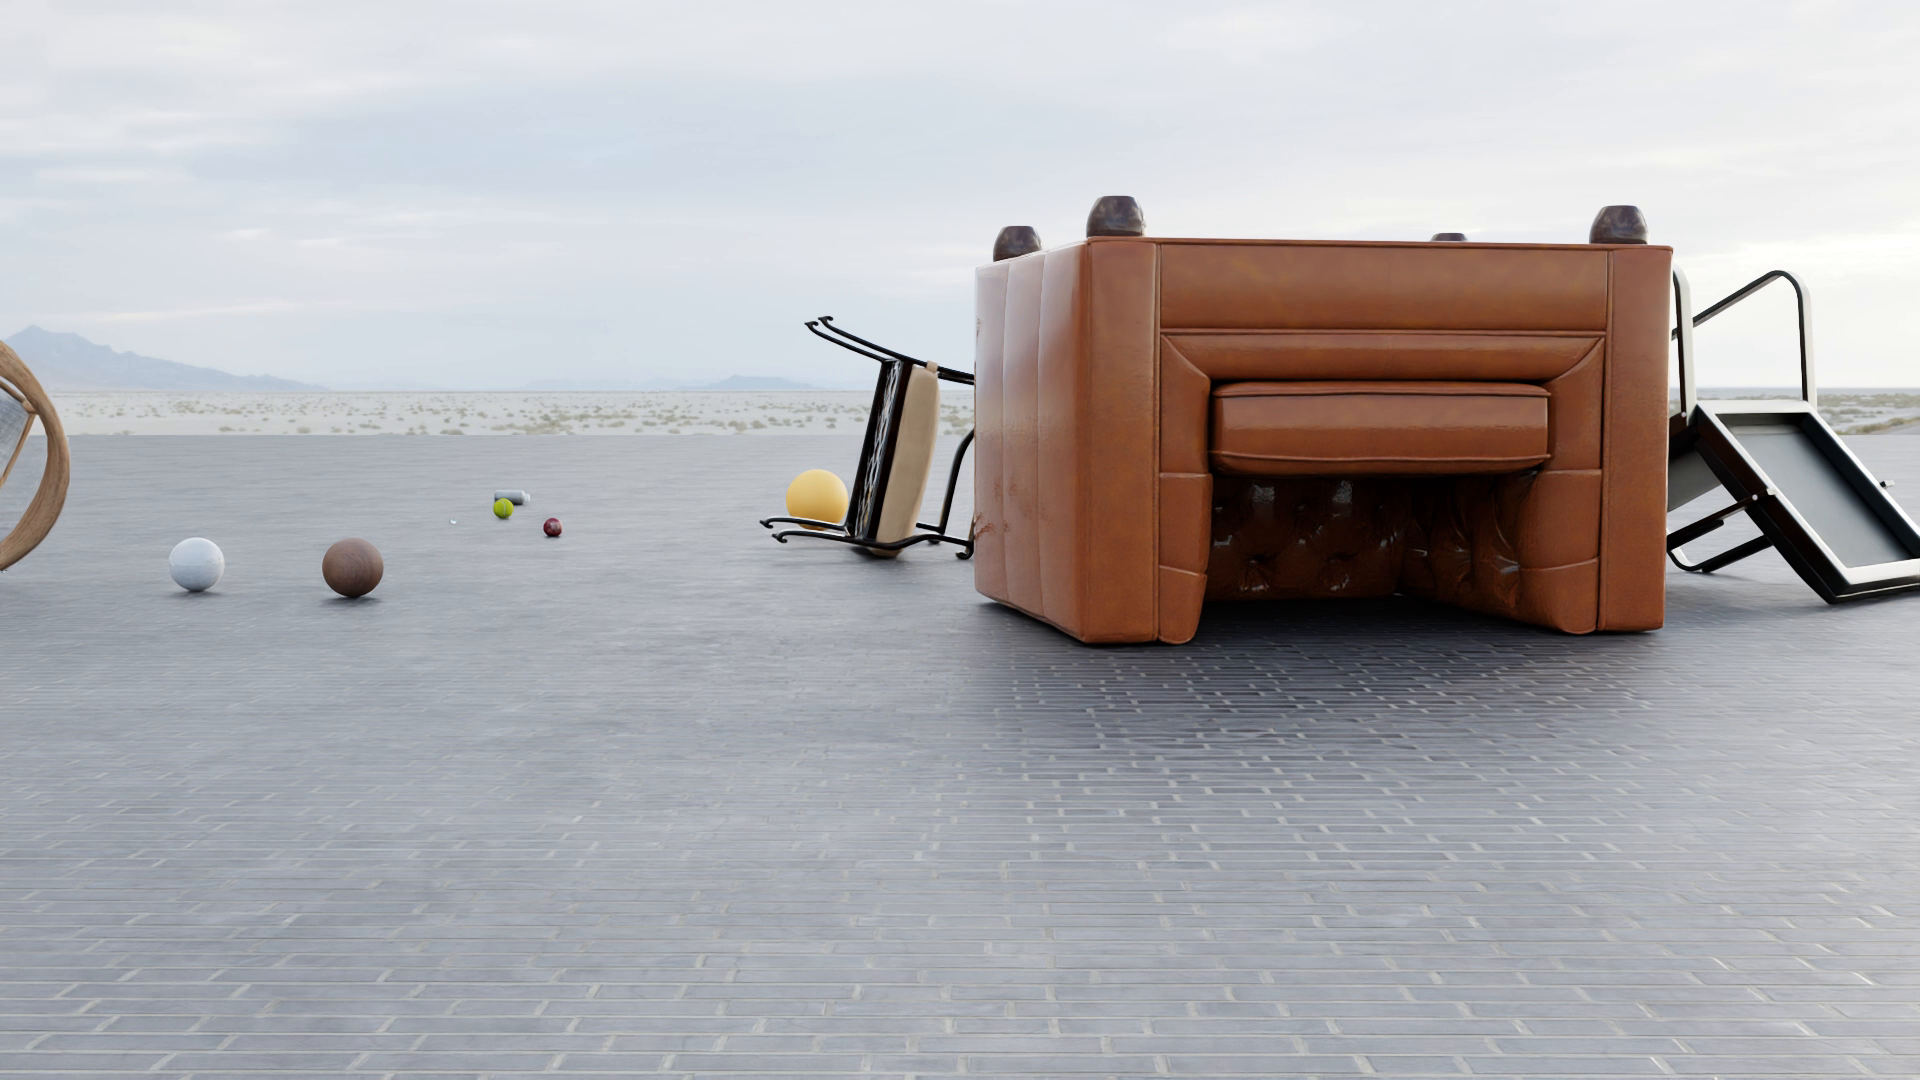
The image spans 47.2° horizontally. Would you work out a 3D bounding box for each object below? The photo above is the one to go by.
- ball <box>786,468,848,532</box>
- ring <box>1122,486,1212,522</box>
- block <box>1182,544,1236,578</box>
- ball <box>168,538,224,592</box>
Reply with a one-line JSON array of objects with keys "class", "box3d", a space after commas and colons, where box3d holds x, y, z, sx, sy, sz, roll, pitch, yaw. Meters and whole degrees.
[{"class": "ball", "box3d": [-0.450, -0.126, 6.937, 0.197, 0.197, 0.197, 0, 4, 0]}, {"class": "ring", "box3d": [0.711, -0.125, 7.545, 0.333, 0.114, 0.288, -1, 3, -35]}, {"class": "block", "box3d": [0.604, 0.049, 5.332, 0.109, 0.069, 0.154, 0, 4, -2]}, {"class": "ball", "box3d": [-1.697, 0.054, 4.888, 0.119, 0.119, 0.119, 0, 4, 0]}]
